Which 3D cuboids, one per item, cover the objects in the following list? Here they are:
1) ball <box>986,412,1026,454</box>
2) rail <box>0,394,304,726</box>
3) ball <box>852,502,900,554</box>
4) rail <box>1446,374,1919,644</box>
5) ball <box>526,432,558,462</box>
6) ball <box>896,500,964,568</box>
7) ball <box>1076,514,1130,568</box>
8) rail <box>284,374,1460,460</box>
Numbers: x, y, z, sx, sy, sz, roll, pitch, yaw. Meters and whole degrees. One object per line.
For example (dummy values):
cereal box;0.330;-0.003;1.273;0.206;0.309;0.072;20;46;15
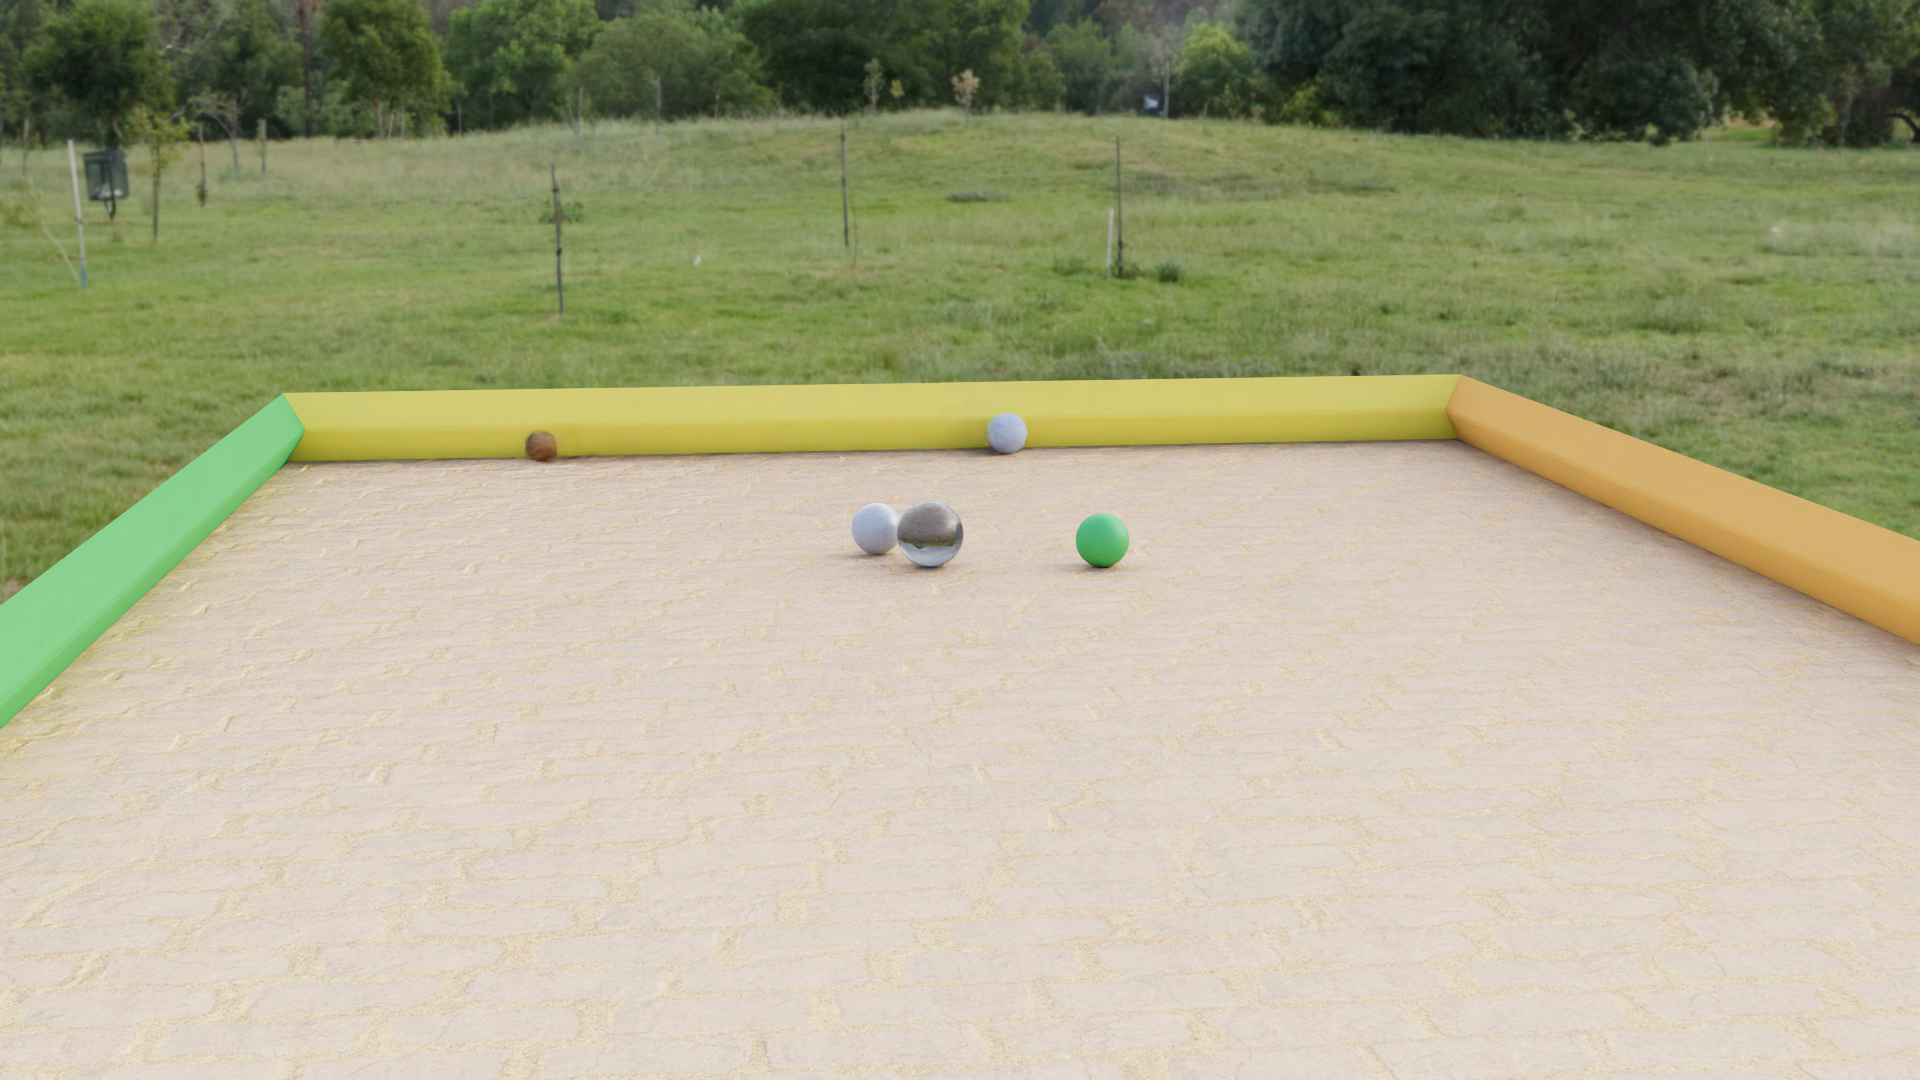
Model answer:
ball;0.089;-0.206;4.246;0.080;0.080;0.080;0;12;0
rail;-0.983;0.223;2.010;0.045;0.128;4.417;-1;12;-7
ball;-0.125;-0.017;3.323;0.078;0.078;0.078;0;12;0
rail;1.253;0.168;2.280;0.045;0.128;4.417;-1;12;-7
ball;-0.791;-0.177;4.160;0.057;0.057;0.057;0;12;0
ball;-0.044;-0.009;3.230;0.099;0.099;0.099;0;12;0
ball;0.209;0.000;3.234;0.079;0.079;0.079;0;12;0
rail;-0.132;-0.236;4.270;2.301;0.128;0.045;-1;12;-7
